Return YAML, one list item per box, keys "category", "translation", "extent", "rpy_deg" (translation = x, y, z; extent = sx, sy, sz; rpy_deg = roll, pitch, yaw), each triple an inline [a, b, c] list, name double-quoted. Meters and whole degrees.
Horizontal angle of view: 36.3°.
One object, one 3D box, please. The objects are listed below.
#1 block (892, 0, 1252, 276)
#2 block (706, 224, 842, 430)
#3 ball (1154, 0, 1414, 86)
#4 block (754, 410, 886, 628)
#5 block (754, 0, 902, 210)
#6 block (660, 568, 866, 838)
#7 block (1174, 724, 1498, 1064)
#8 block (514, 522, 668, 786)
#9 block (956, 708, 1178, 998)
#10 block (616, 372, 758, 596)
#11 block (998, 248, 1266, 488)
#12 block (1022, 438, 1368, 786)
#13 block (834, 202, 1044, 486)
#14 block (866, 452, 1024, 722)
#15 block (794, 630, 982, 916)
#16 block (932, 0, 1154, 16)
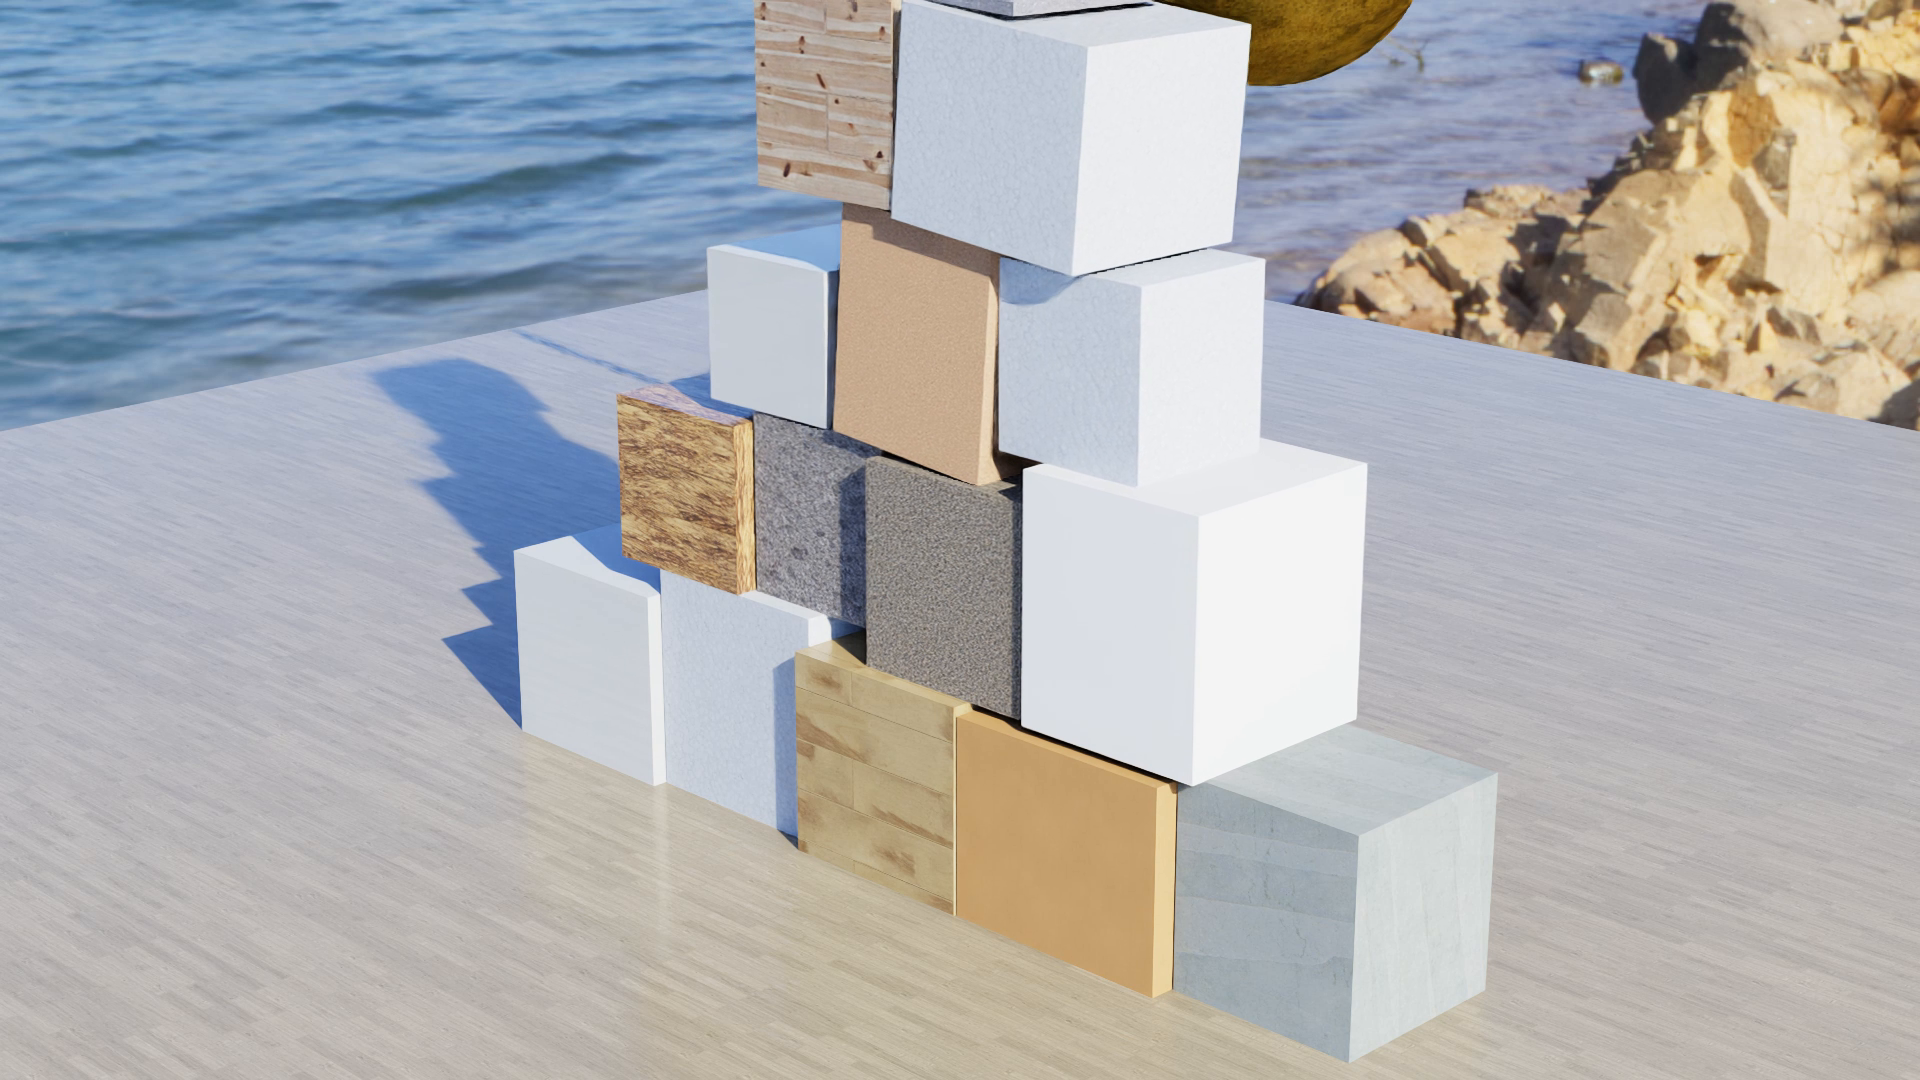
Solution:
- category: "block"
  translation: [0.455, -1.748, 12.281]
  extent: [0.981, 0.926, 1.064]
  rpy_deg: [-16, 28, -42]
- category: "block"
  translation: [-0.597, -1.012, 13.661]
  extent: [0.816, 0.718, 0.802]
  rpy_deg: [-17, 24, -42]
- category: "ball"
  translation: [1.467, -2.966, 13.947]
  extent: [1.600, 1.600, 1.600]
  rpy_deg: [0, 17, 0]
- category: "block"
  translation: [-0.374, -0.175, 13.690]
  extent: [0.857, 0.891, 0.791]
  rpy_deg: [17, 24, 42]
- category: "block"
  translation: [-0.262, -2.017, 12.948]
  extent: [0.936, 0.896, 0.873]
  rpy_deg: [-17, 24, -42]
- category: "block"
  translation: [-0.730, 0.681, 14.316]
  extent: [0.968, 1.117, 1.071]
  rpy_deg: [-17, 24, -42]
- category: "block"
  translation: [1.552, 1.423, 12.177]
  extent: [0.928, 0.983, 0.928]
  rpy_deg: [-17, 24, -42]
- category: "block"
  translation: [-1.501, 0.518, 15.063]
  extent: [1.100, 0.980, 1.070]
  rpy_deg: [-17, 24, -42]
- category: "block"
  translation: [0.804, 1.219, 12.889]
  extent: [1.157, 0.945, 1.156]
  rpy_deg: [-17, 24, -42]
- category: "block"
  translation: [-1.007, -0.326, 14.287]
  extent: [0.969, 0.821, 0.863]
  rpy_deg: [-17, 24, -42]
- category: "block"
  translation: [0.716, -0.773, 12.318]
  extent: [0.758, 0.837, 0.801]
  rpy_deg: [-16, 24, -42]
- category: "block"
  translation: [0.984, 0.238, 12.404]
  extent: [1.079, 1.143, 0.960]
  rpy_deg: [-17, 24, -42]
- category: "block"
  translation: [0.101, -0.952, 12.948]
  extent: [0.891, 1.068, 0.923]
  rpy_deg: [-16, 28, -42]
- category: "block"
  translation: [0.270, 0.112, 13.072]
  extent: [0.950, 0.973, 0.999]
  rpy_deg: [-17, 24, -42]
- category: "block"
  translation: [0.030, 0.964, 13.633]
  extent: [1.194, 0.987, 1.031]
  rpy_deg: [-17, 24, -42]
- category: "block"
  translation: [0.204, -2.711, 12.274]
  extent: [0.832, 0.838, 1.002]
  rpy_deg: [-15, 25, -39]
